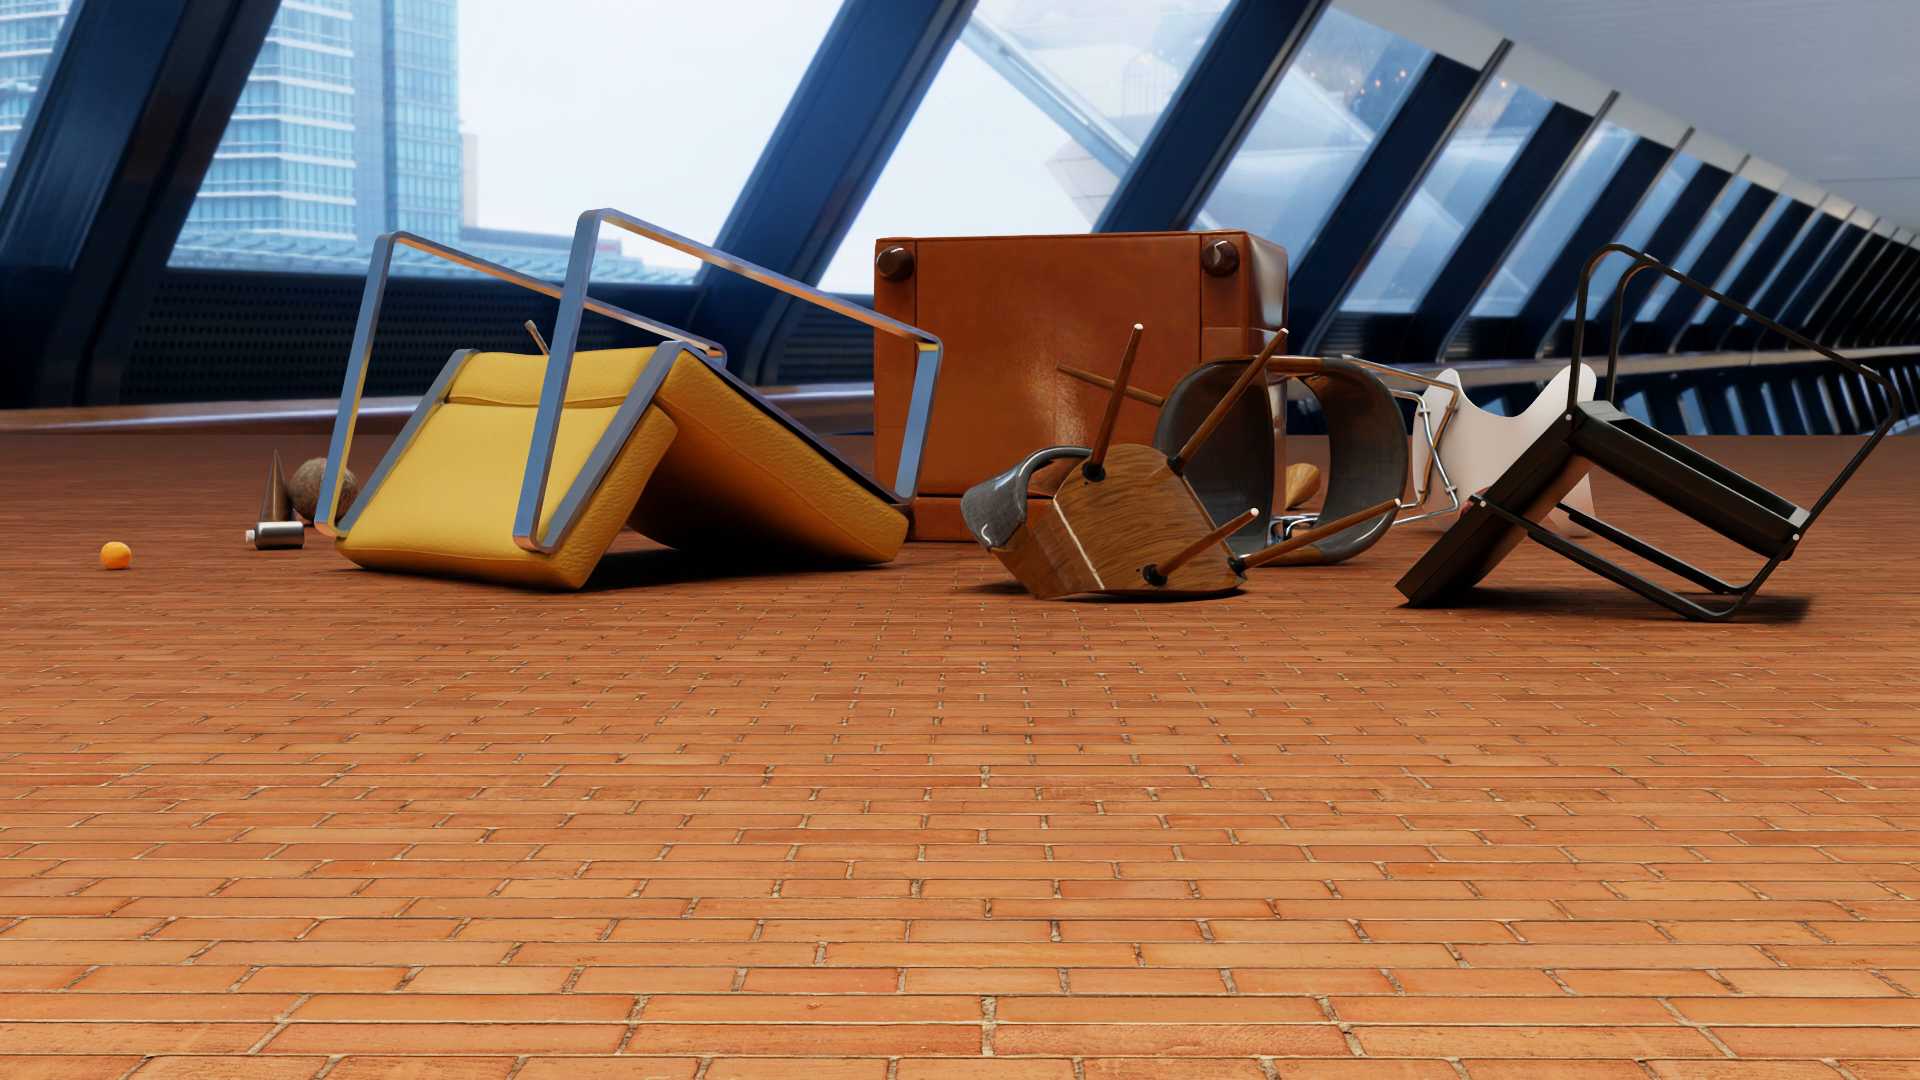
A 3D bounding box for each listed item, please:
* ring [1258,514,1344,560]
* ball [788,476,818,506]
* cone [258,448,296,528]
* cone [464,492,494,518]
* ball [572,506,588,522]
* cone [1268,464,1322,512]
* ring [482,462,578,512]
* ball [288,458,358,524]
[{"bbox_3d":[0.913,-0.008,5.876,0.207,0.110,0.269,1,5,41],"label":"ring"},{"bbox_3d":[-0.599,-0.184,8.385,0.114,0.114,0.114,0,4,0],"label":"ball"},{"bbox_3d":[-2.258,-0.182,7.269,0.125,0.265,0.275,-1,4,-16],"label":"cone"},{"bbox_3d":[-1.690,-0.099,7.659,0.094,0.103,0.096,-29,-16,20],"label":"cone"},{"bbox_3d":[-1.284,-0.090,7.437,0.057,0.057,0.057,0,4,0],"label":"ball"},{"bbox_3d":[1.223,-0.155,8.181,0.228,0.153,0.249,-35,9,30],"label":"cone"},{"bbox_3d":[-1.601,-0.201,8.189,0.350,0.178,0.406,-3,3,-17],"label":"ring"},{"bbox_3d":[-2.105,-0.160,7.275,0.220,0.220,0.220,0,4,0],"label":"ball"}]
